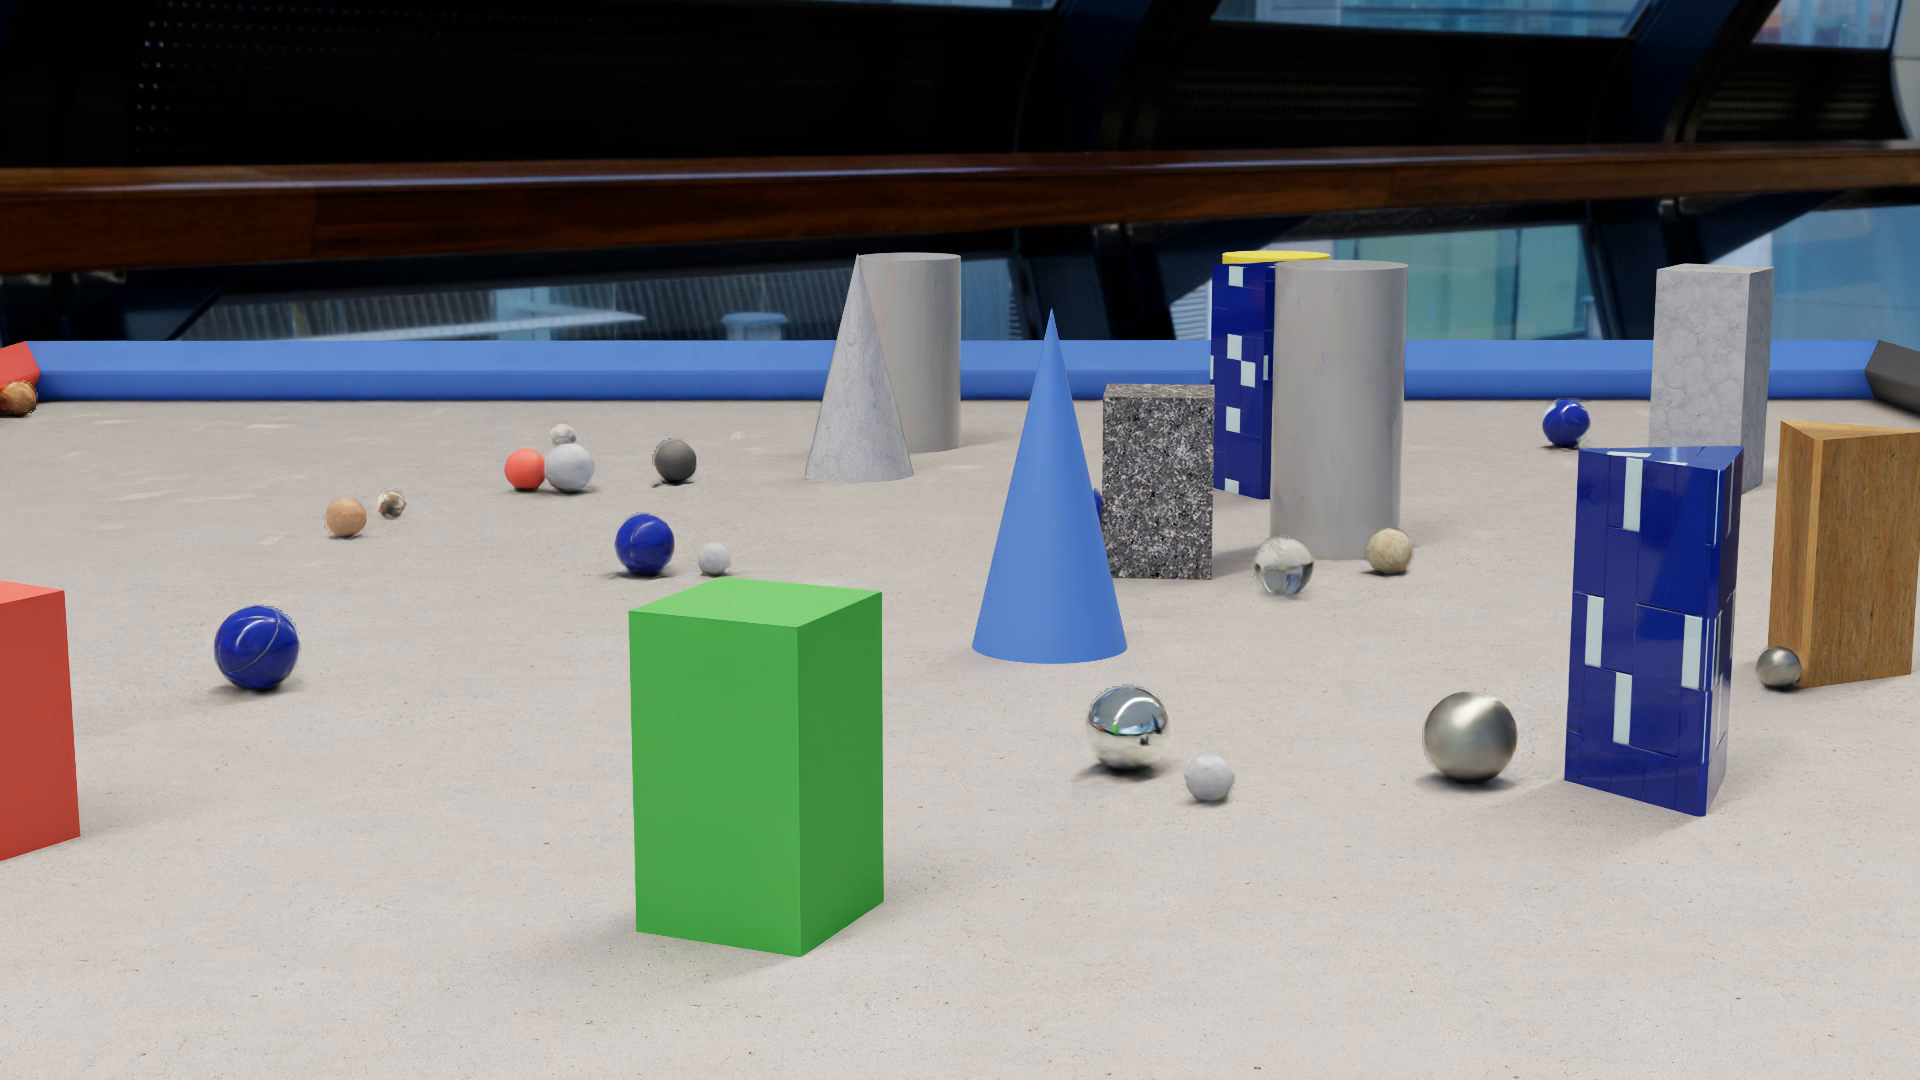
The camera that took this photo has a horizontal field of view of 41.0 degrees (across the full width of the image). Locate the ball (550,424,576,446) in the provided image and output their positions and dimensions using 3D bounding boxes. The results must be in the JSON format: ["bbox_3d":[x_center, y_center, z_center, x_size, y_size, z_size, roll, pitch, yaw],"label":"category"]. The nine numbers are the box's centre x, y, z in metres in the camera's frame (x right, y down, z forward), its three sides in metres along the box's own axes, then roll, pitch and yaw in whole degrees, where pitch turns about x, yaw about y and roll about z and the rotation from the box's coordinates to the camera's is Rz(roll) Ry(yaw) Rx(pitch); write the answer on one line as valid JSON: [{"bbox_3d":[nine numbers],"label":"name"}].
[{"bbox_3d":[-0.761,-0.199,4.922,0.050,0.050,0.050,0,10,0],"label":"ball"}]

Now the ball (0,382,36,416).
[{"bbox_3d":[-1.979,-0.297,5.392,0.071,0.071,0.071,0,10,0],"label":"ball"}]

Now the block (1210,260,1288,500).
[{"bbox_3d":[0.542,-0.279,4.424,0.158,0.388,0.158,-6,12,-28],"label":"block"}]

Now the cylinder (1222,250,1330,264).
[{"bbox_3d":[0.583,-0.339,4.766,0.197,0.382,0.197,0,10,0],"label":"cylinder"}]

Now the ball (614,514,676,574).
[{"bbox_3d":[-0.456,0.007,3.709,0.087,0.087,0.087,0,10,0],"label":"ball"}]

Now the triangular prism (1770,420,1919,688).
[{"bbox_3d":[1.044,0.010,3.114,0.171,0.297,0.148,-5,12,-25],"label":"triangular prism"}]

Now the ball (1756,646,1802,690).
[{"bbox_3d":[0.967,0.151,3.029,0.051,0.051,0.051,0,10,0],"label":"ball"}]

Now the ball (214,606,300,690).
[{"bbox_3d":[-0.829,0.128,3.025,0.099,0.099,0.099,0,10,0],"label":"ball"}]

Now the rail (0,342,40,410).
[{"bbox_3d":[-2.016,0.035,3.437,0.045,0.128,4.483,0,10,0],"label":"rail"}]

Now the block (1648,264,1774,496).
[{"bbox_3d":[1.303,-0.281,4.454,0.158,0.381,0.158,7,12,32],"label":"block"}]

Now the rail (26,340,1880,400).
[{"bbox_3d":[-0.013,-0.371,5.630,4.079,0.128,0.045,0,10,0],"label":"rail"}]

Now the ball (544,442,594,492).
[{"bbox_3d":[-0.674,-0.125,4.424,0.085,0.085,0.085,0,10,0],"label":"ball"}]

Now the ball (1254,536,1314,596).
[{"bbox_3d":[0.449,0.037,3.559,0.082,0.082,0.082,0,10,0],"label":"ball"}]

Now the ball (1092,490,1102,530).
[{"bbox_3d":[0.197,-0.044,4.014,0.075,0.075,0.075,0,10,0],"label":"ball"}]

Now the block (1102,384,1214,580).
[{"bbox_3d":[0.289,-0.087,3.737,0.158,0.262,0.158,1,11,5],"label":"block"}]

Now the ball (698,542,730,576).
[{"bbox_3d":[-0.355,0.027,3.707,0.048,0.048,0.048,0,10,0],"label":"ball"}]

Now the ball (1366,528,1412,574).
[{"bbox_3d":[0.622,0.016,3.717,0.065,0.065,0.065,0,10,0],"label":"ball"}]

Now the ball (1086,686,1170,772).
[{"bbox_3d":[0.175,0.197,2.674,0.089,0.089,0.089,0,10,0],"label":"ball"}]

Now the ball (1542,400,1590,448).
[{"bbox_3d":[1.167,-0.224,4.943,0.092,0.092,0.092,0,10,0],"label":"ball"}]

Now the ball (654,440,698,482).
[{"bbox_3d":[-0.502,-0.139,4.531,0.075,0.075,0.075,0,10,0],"label":"ball"}]

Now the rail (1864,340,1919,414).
[{"bbox_3d":[2.016,0.031,3.460,0.045,0.128,4.483,0,10,0],"label":"rail"}]

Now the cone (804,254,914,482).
[{"bbox_3d":[-0.182,-0.314,4.589,0.197,0.398,0.197,0,10,0],"label":"cone"}]

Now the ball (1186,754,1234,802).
[{"bbox_3d":[0.250,0.238,2.568,0.048,0.048,0.048,0,10,0],"label":"ball"}]

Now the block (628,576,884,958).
[{"bbox_3d":[-0.171,0.189,2.198,0.158,0.279,0.158,5,11,24],"label":"block"}]

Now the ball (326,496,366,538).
[{"bbox_3d":[-0.959,-0.036,4.006,0.063,0.063,0.063,0,10,0],"label":"ball"}]

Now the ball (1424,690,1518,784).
[{"bbox_3d":[0.524,0.202,2.633,0.095,0.095,0.095,0,10,0],"label":"ball"}]

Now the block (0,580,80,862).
[{"bbox_3d":[-0.950,0.170,2.406,0.158,0.240,0.158,6,12,31],"label":"block"}]

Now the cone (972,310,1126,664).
[{"bbox_3d":[0.114,-0.077,3.219,0.197,0.431,0.197,0,10,0],"label":"cone"}]

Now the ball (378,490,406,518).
[{"bbox_3d":[-0.926,-0.059,4.176,0.045,0.045,0.045,0,10,0],"label":"ball"}]

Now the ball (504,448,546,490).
[{"bbox_3d":[-0.752,-0.122,4.444,0.073,0.073,0.073,0,10,0],"label":"ball"}]

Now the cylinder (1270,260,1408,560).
[{"bbox_3d":[0.571,-0.200,3.879,0.197,0.432,0.197,0,10,0],"label":"cylinder"}]

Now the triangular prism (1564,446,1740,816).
[{"bbox_3d":[0.735,0.082,2.598,0.148,0.344,0.171,-8,13,-36],"label":"triangular prism"}]

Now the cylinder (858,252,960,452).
[{"bbox_3d":[-0.097,-0.363,4.941,0.197,0.365,0.197,0,10,0],"label":"cylinder"}]
